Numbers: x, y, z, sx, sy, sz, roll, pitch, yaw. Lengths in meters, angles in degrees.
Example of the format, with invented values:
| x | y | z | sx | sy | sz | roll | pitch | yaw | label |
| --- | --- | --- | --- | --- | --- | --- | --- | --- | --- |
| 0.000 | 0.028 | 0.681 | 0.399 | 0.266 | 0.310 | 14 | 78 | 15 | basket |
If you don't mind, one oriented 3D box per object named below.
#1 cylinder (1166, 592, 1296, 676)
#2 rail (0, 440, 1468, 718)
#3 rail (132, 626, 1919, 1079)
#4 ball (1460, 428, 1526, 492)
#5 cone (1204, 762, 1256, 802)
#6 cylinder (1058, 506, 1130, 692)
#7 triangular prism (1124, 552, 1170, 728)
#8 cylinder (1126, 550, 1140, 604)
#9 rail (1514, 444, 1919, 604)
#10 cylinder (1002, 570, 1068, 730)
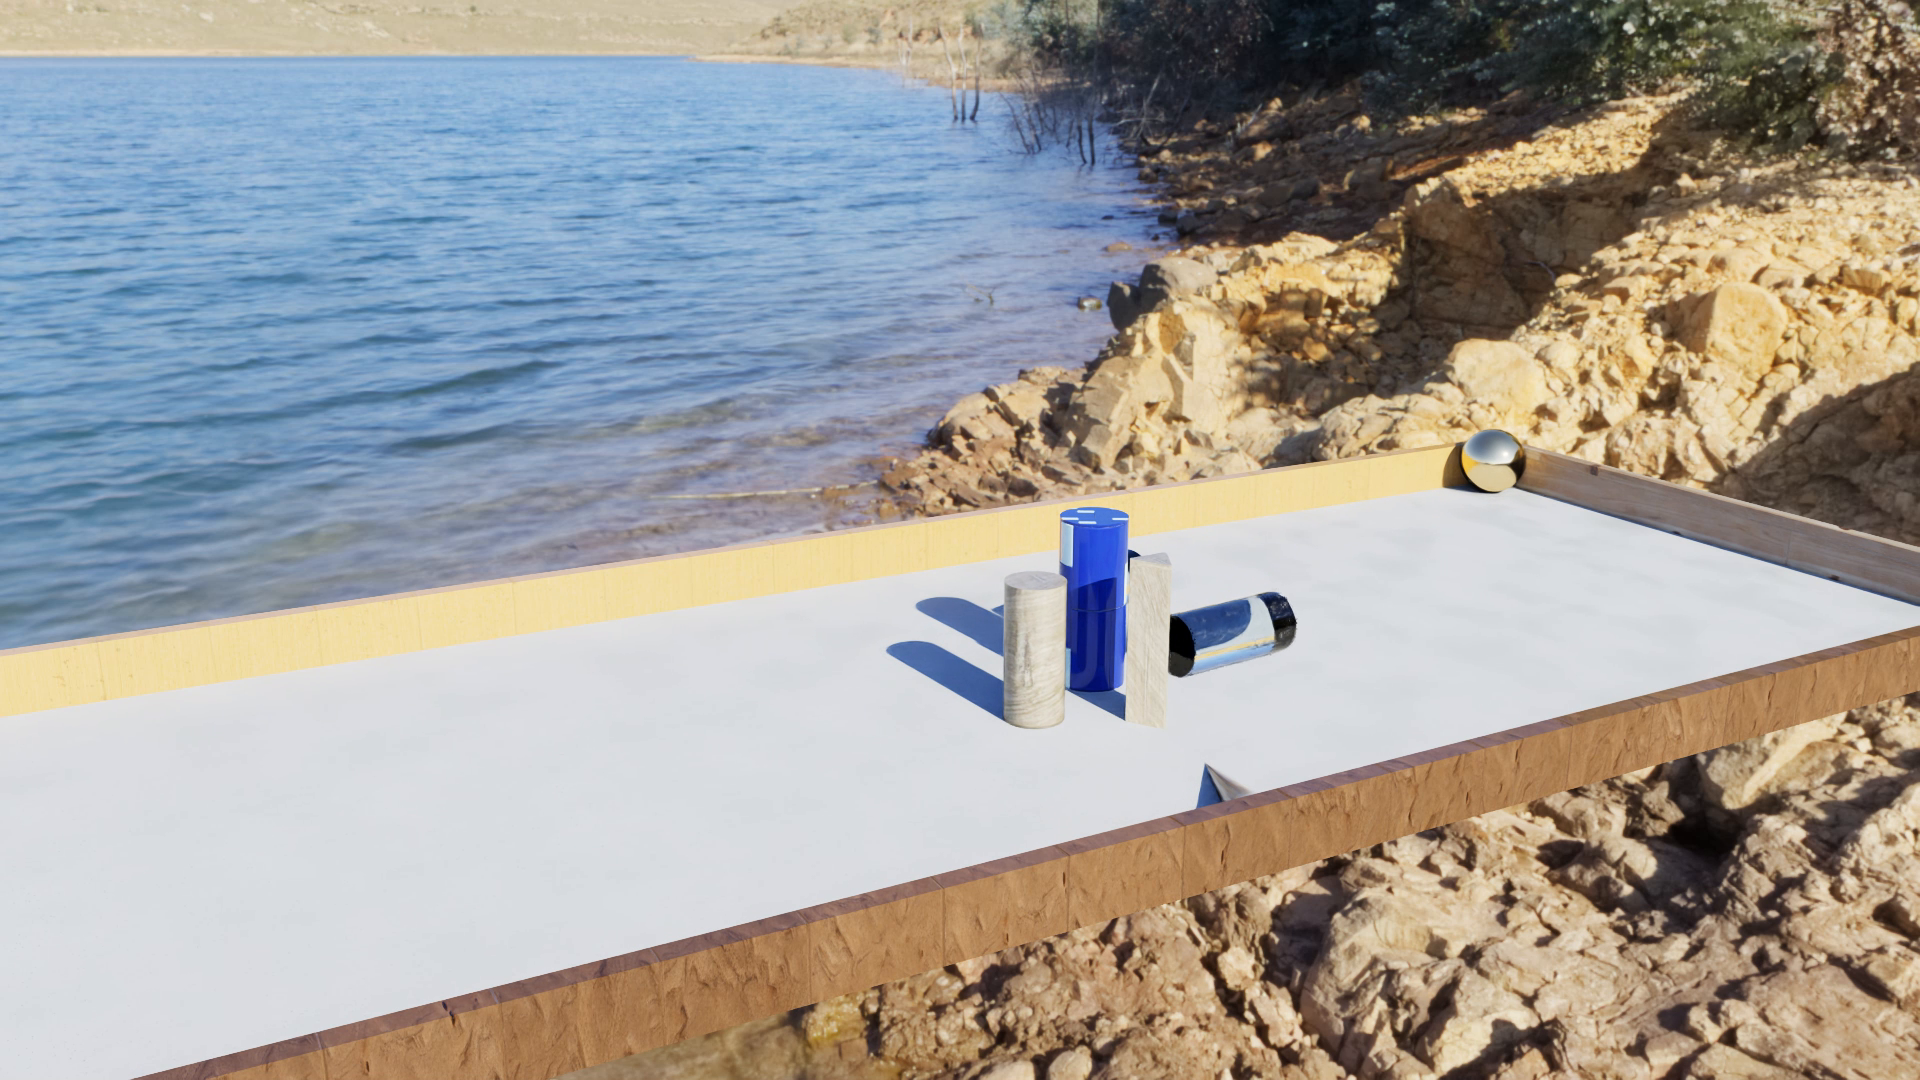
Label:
| x | y | z | sx | sy | sz | roll | pitch | yaw | label |
| --- | --- | --- | --- | --- | --- | --- | --- | --- | --- |
| 0.686 | 0.240 | 4.256 | 0.345 | 0.159 | 0.159 | -11 | 19 | -32 | cylinder |
| -3.305 | 0.497 | 3.399 | 12.000 | 0.150 | 0.050 | -9 | 18 | -27 | rail |
| -2.336 | 1.006 | 1.665 | 12.000 | 0.150 | 0.050 | -9 | 18 | -27 | rail |
| 1.912 | -0.285 | 5.922 | 0.228 | 0.228 | 0.228 | 0 | 16 | 0 | ball |
| 0.569 | 0.531 | 3.450 | 0.109 | 0.109 | 0.449 | -2 | 10 | -6 | cone |
| 0.329 | 0.147 | 4.095 | 0.169 | 0.429 | 0.169 | 0 | 16 | 0 | cylinder |
| 0.456 | 0.231 | 3.856 | 0.101 | 0.401 | 0.088 | 9 | 19 | 29 | triangular prism |
| 0.363 | 0.141 | 4.608 | 0.150 | 0.150 | 0.391 | 13 | 21 | 37 | cylinder |
| 2.466 | -0.048 | 5.253 | 0.050 | 0.150 | 2.100 | -9 | 18 | -27 | rail |
| 0.175 | 0.258 | 3.872 | 0.147 | 0.342 | 0.147 | 0 | 16 | 0 | cylinder |
